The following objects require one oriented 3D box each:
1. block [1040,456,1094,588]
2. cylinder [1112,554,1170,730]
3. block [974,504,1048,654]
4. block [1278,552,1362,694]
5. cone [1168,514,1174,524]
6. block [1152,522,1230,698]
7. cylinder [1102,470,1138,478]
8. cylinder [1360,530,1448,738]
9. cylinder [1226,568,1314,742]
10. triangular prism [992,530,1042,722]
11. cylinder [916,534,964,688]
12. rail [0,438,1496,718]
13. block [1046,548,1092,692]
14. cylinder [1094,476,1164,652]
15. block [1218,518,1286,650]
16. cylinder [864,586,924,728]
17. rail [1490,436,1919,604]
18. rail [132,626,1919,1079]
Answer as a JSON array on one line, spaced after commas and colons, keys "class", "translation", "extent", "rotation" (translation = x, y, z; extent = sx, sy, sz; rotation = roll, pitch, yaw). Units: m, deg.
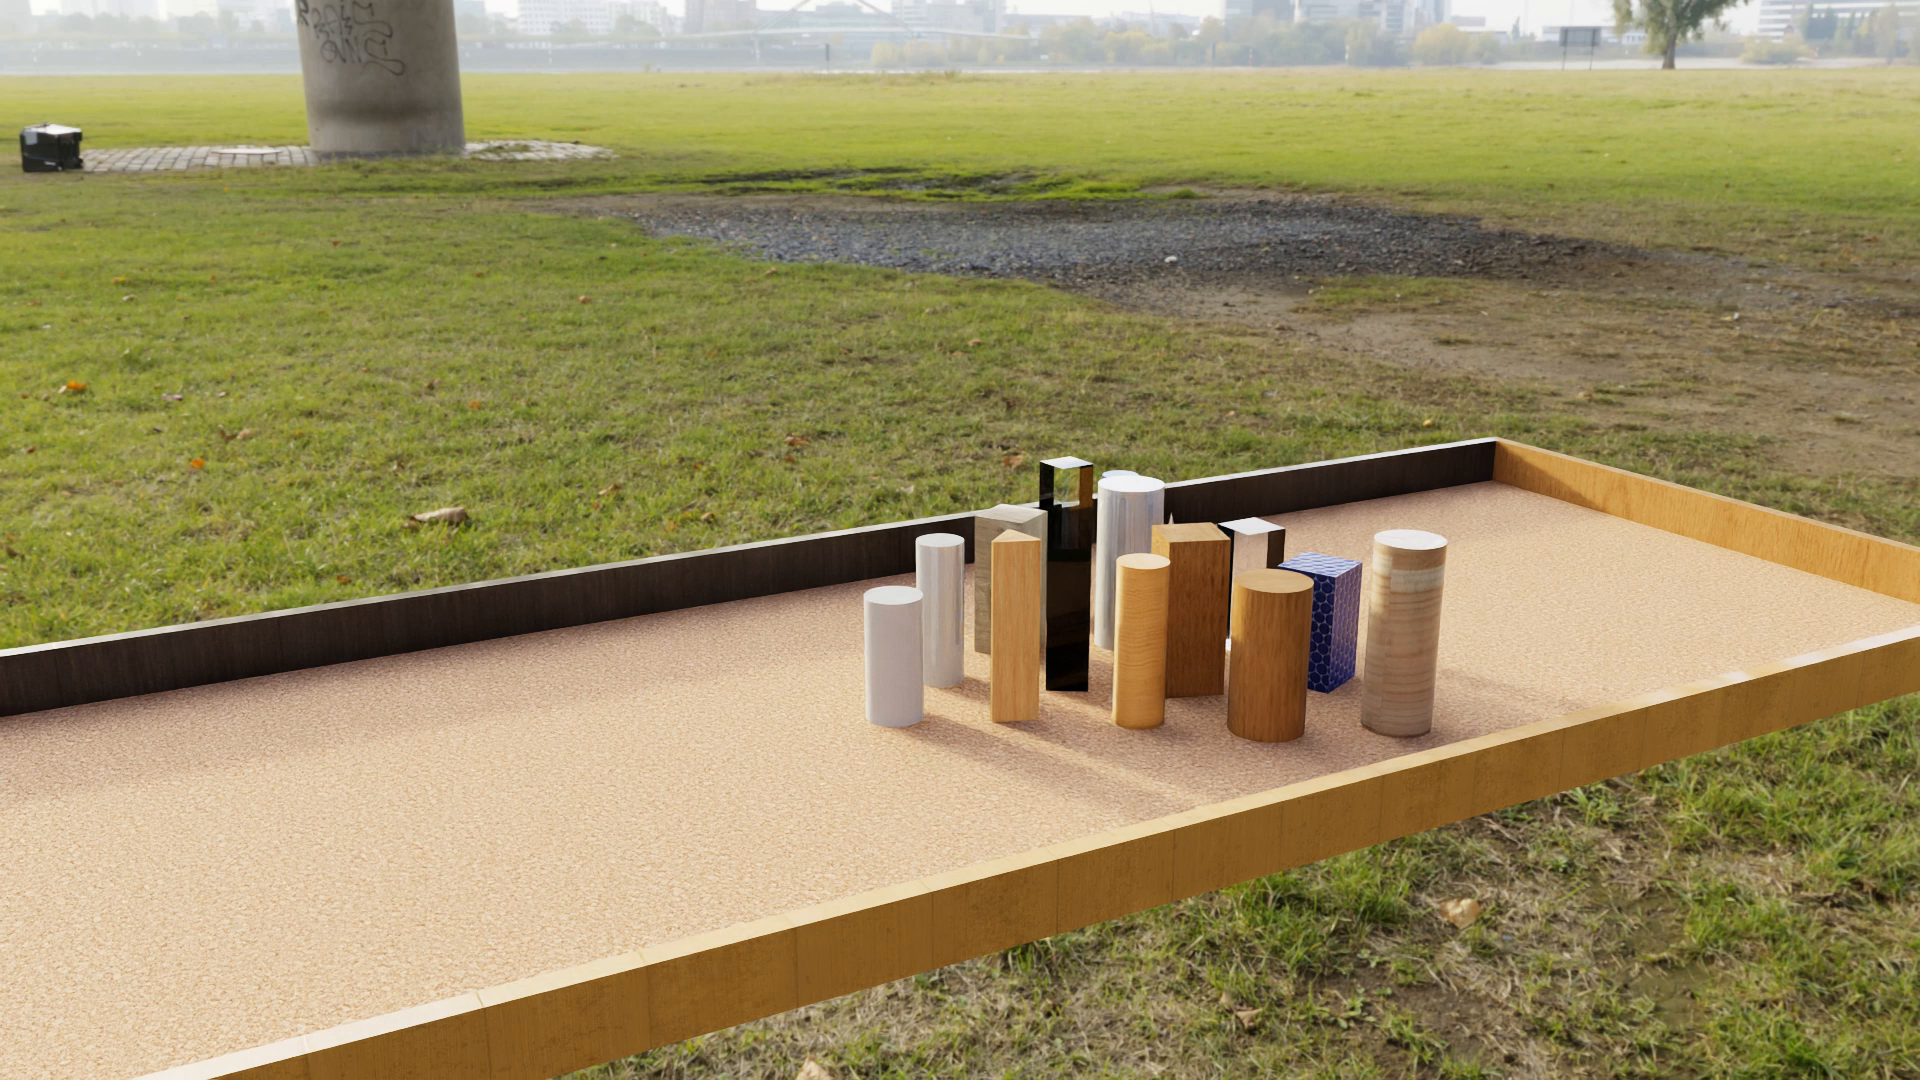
[{"class": "block", "translation": [0.291, 0.002, 4.562], "extent": [0.105, 0.444, 0.105], "rotation": [-10, 19, -31]}, {"class": "cylinder", "translation": [0.422, 0.237, 3.850], "extent": [0.123, 0.393, 0.123], "rotation": [0, 16, 0]}, {"class": "block", "translation": [0.133, 0.109, 4.324], "extent": [0.139, 0.371, 0.139], "rotation": [10, 19, 30]}, {"class": "block", "translation": [0.892, 0.204, 4.126], "extent": [0.155, 0.302, 0.155], "rotation": [12, 20, 36]}, {"class": "cone", "translation": [0.582, 0.069, 4.583], "extent": [0.161, 0.303, 0.161], "rotation": [0, 16, 0]}, {"class": "block", "translation": [0.561, 0.172, 4.062], "extent": [0.152, 0.399, 0.152], "rotation": [-3, 17, -9]}, {"class": "cylinder", "translation": [0.464, -0.023, 4.817], "extent": [0.104, 0.346, 0.104], "rotation": [0, 16, 0]}, {"class": "cylinder", "translation": [1.024, 0.216, 3.813], "extent": [0.161, 0.454, 0.161], "rotation": [0, 16, 0]}, {"class": "cylinder", "translation": [0.715, 0.266, 3.810], "extent": [0.179, 0.361, 0.179], "rotation": [0, 16, 0]}, {"class": "triangular prism", "translation": [0.122, 0.201, 3.887], "extent": [0.114, 0.442, 0.099], "rotation": [-2, 17, -8]}, {"class": "cylinder", "translation": [-0.049, 0.175, 4.113], "extent": [0.120, 0.364, 0.120], "rotation": [0, 16, 0]}, {"class": "rail", "translation": [-3.305, 0.497, 3.399], "extent": [12.000, 0.150, 0.050], "rotation": [-9, 18, -27]}, {"class": "block", "translation": [0.268, 0.198, 4.084], "extent": [0.106, 0.336, 0.106], "rotation": [1, 16, 4]}, {"class": "cylinder", "translation": [0.447, 0.063, 4.366], "extent": [0.174, 0.437, 0.174], "rotation": [0, 16, 0]}, {"class": "block", "translation": [0.761, 0.122, 4.351], "extent": [0.124, 0.331, 0.124], "rotation": [-9, 19, -29]}, {"class": "cylinder", "translation": [-0.155, 0.274, 3.887], "extent": [0.140, 0.303, 0.140], "rotation": [0, 16, 0]}, {"class": "rail", "translation": [2.466, -0.048, 5.253], "extent": [0.050, 0.150, 2.100], "rotation": [-9, 18, -27]}, {"class": "rail", "translation": [-2.336, 1.006, 1.665], "extent": [12.000, 0.150, 0.050], "rotation": [-9, 18, -27]}]
